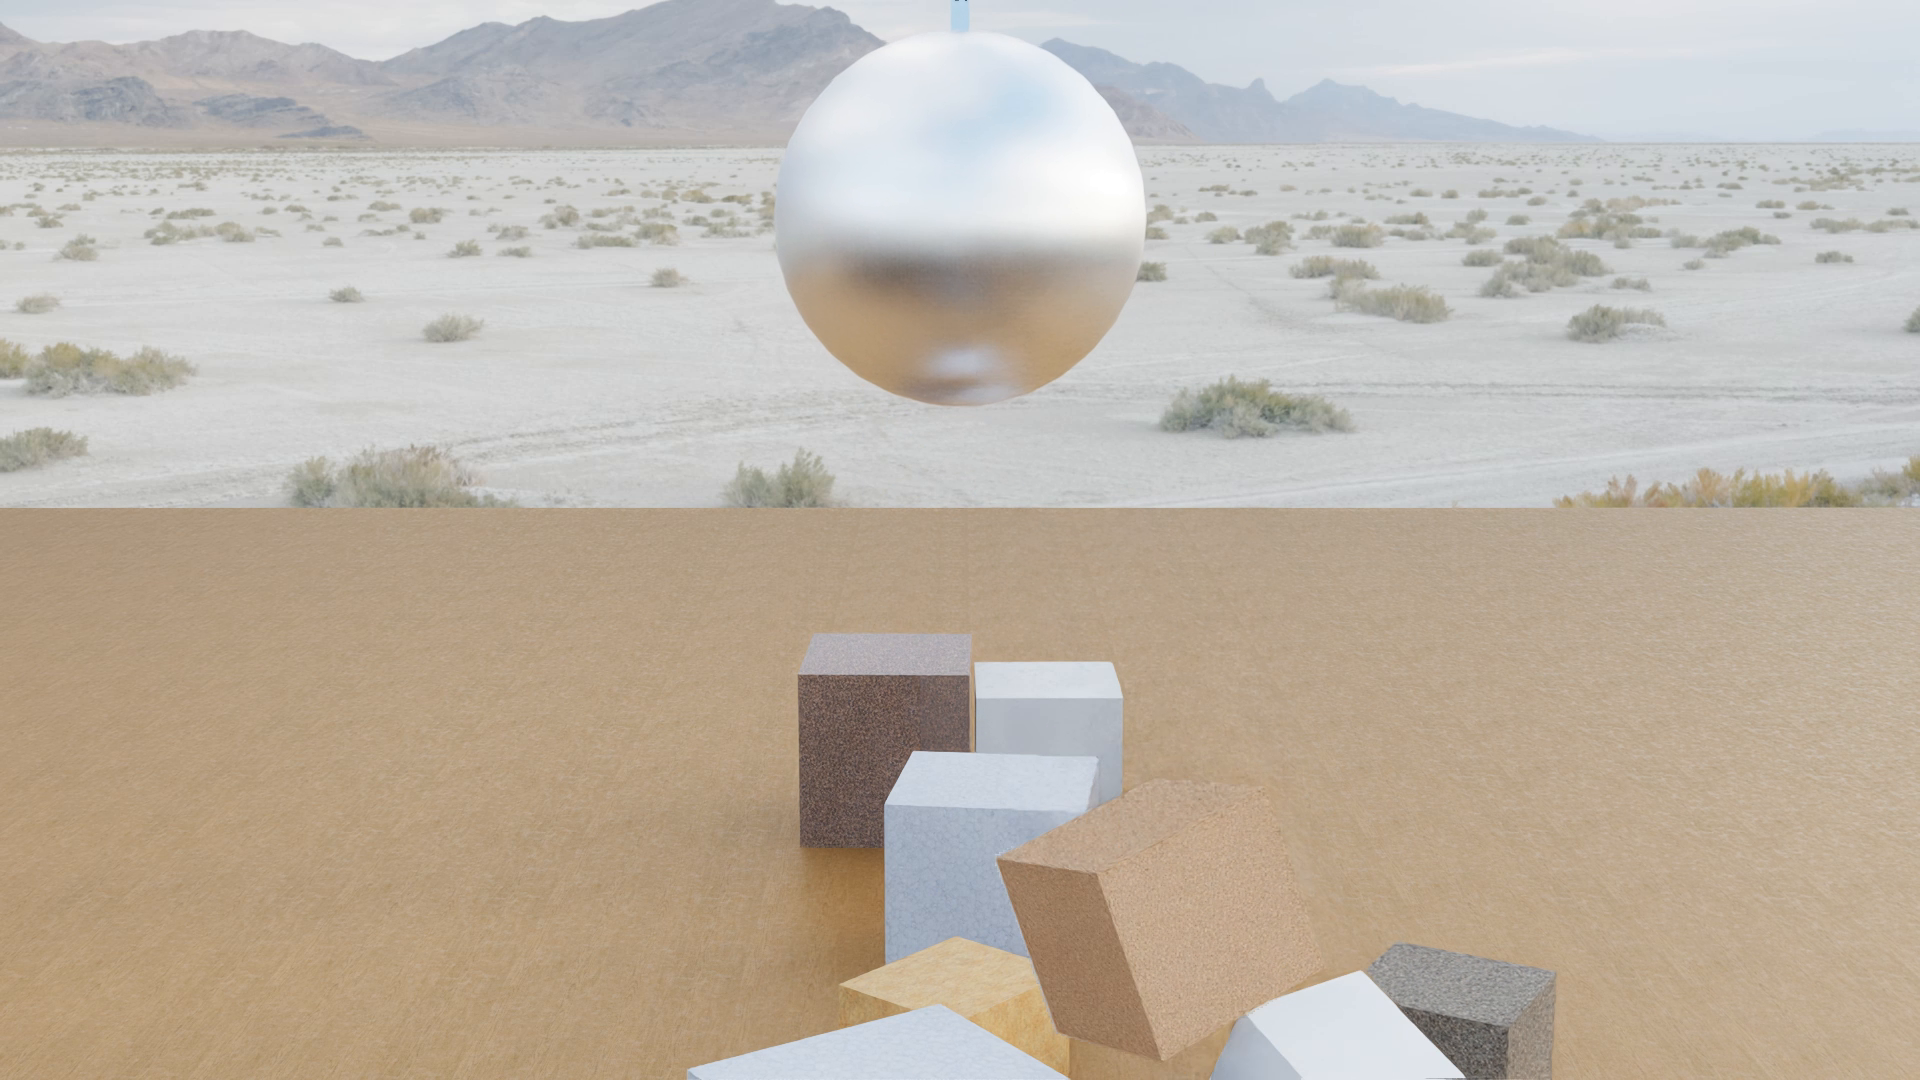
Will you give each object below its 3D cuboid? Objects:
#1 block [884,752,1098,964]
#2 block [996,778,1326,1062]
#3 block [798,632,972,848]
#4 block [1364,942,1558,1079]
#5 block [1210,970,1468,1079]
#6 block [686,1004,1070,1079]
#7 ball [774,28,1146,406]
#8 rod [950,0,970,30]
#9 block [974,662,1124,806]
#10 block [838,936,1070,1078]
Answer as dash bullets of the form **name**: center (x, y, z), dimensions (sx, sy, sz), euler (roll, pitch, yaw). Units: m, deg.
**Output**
- **block**: center (0.150, 1.426, 9.409), dimensions (0.825, 0.827, 0.806), euler (1, 10, 7)
- **block**: center (0.631, 1.183, 6.990), dimensions (0.656, 0.613, 0.632), euler (-23, 7, -27)
- **block**: center (-0.370, 1.025, 11.431), dimensions (0.850, 0.894, 0.934), euler (0, 10, 1)
- **block**: center (1.764, 1.847, 7.958), dimensions (0.608, 0.519, 0.600), euler (6, 12, 30)
- **block**: center (1.166, 1.862, 6.933), dimensions (0.543, 0.652, 0.614), euler (-8, 39, -37)
- **block**: center (-0.162, 1.977, 6.265), dimensions (0.874, 0.869, 0.938), euler (-7, 12, -33)
- **ball**: center (0.000, -1.374, 9.446), dimensions (1.600, 1.600, 1.600), euler (0, 10, 0)
- **rod**: center (0.000, -4.767, 9.671), dimensions (0.080, 5.200, 0.080), euler (0, -4, 0)
- **block**: center (0.444, 1.098, 11.357), dimensions (0.732, 0.776, 0.769), euler (0, 10, 0)
- **block**: center (-0.017, 1.838, 7.926), dimensions (0.544, 0.548, 0.639), euler (9, 14, 40)
